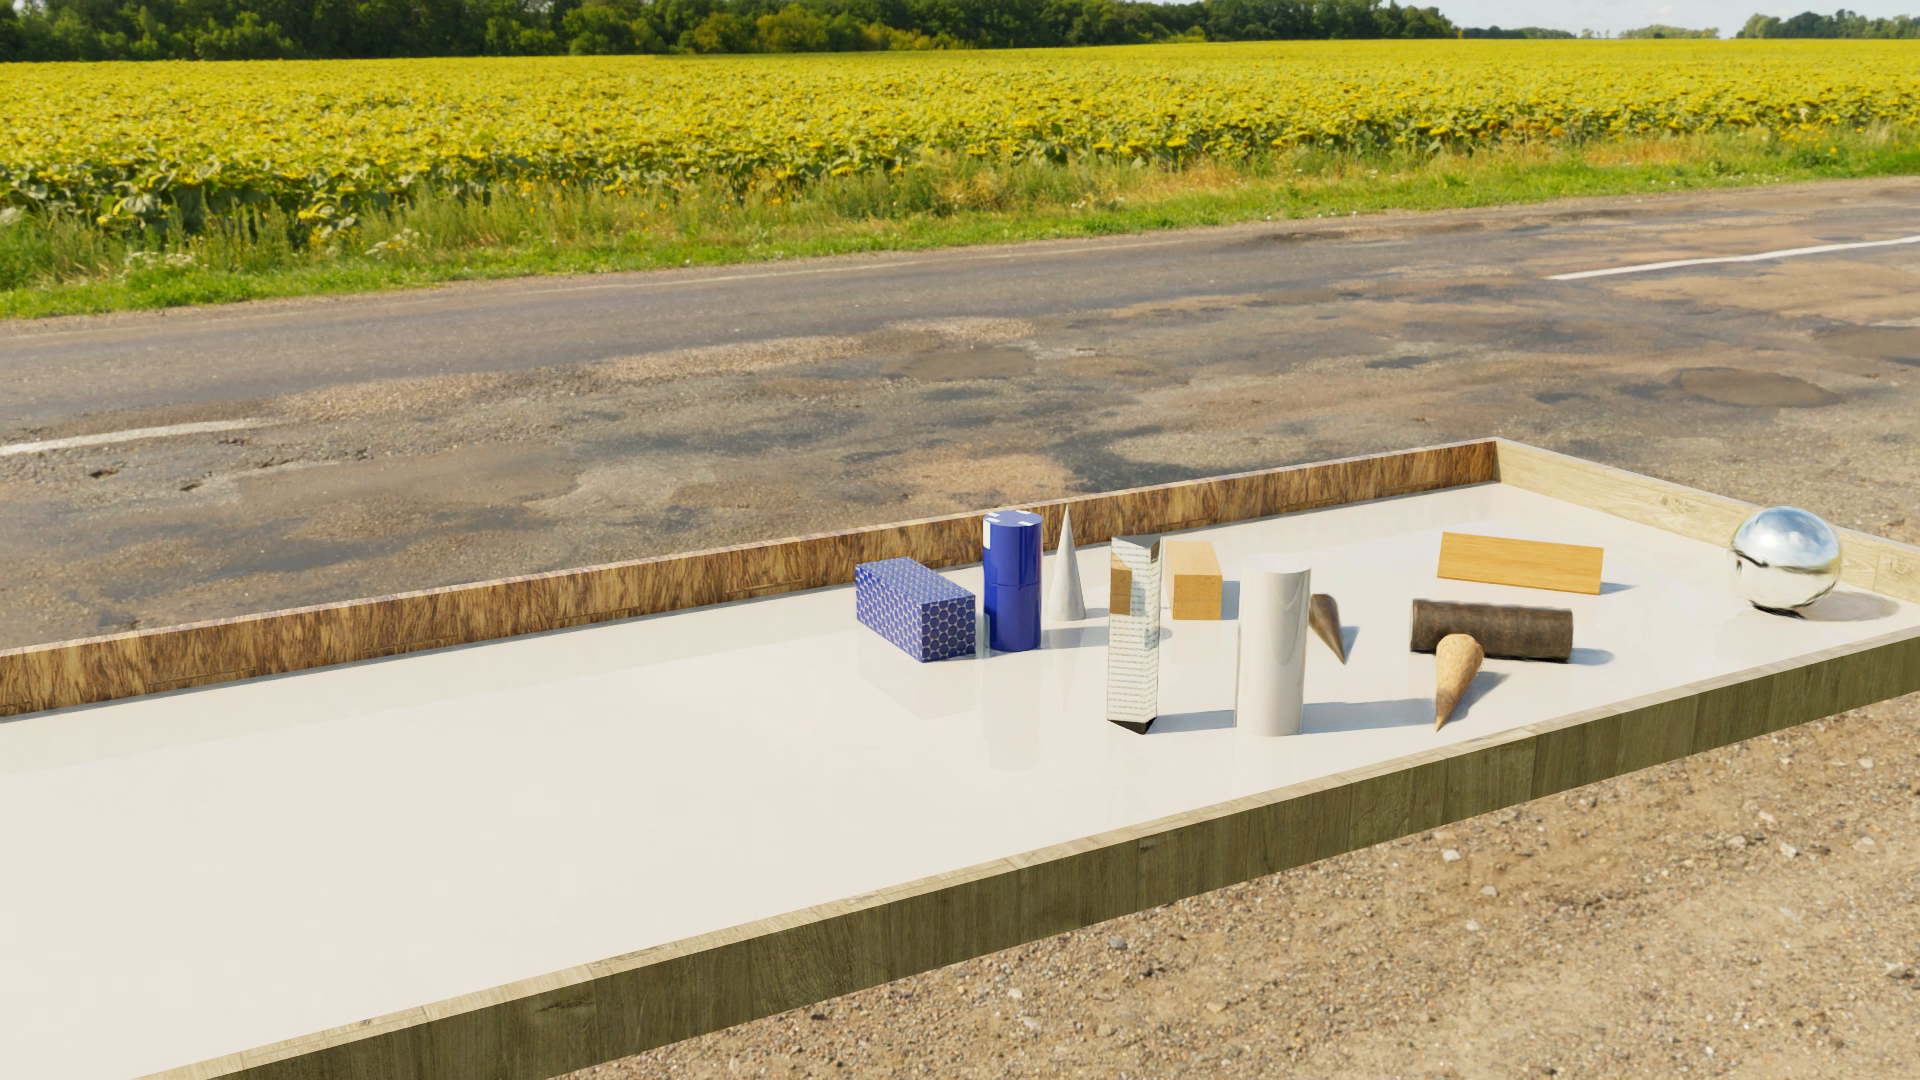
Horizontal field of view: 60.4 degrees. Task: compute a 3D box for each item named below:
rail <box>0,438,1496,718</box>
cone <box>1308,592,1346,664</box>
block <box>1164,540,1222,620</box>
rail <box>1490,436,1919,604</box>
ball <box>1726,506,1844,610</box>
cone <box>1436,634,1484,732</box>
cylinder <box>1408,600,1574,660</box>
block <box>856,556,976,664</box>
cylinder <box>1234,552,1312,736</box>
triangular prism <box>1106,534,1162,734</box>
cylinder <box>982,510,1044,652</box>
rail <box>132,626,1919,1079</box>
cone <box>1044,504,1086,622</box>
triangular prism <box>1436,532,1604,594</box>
[{"bbox_3d":[-3.305,0.497,3.399,12.000,0.150,0.050,-9,18,-27],"label":"rail"},{"bbox_3d":[0.989,0.258,4.387,0.102,0.102,0.306,-1,27,-2],"label":"cone"},{"bbox_3d":[0.667,0.113,4.735,0.132,0.132,0.333,1,16,3],"label":"block"},{"bbox_3d":[2.466,-0.048,5.253,0.050,0.150,2.100,-9,18,-27],"label":"rail"},{"bbox_3d":[2.324,0.052,4.654,0.295,0.295,0.295,0,16,0],"label":"ball"},{"bbox_3d":[1.184,0.368,3.999,0.116,0.116,0.409,7,26,22],"label":"cone"},{"bbox_3d":[1.387,0.235,4.322,0.397,0.131,0.131,3,17,12],"label":"cylinder"},{"bbox_3d":[-0.124,0.183,4.448,0.161,0.161,0.394,-9,19,-27],"label":"block"},{"bbox_3d":[0.724,0.242,3.829,0.160,0.396,0.160,0,16,0],"label":"cylinder"},{"bbox_3d":[0.426,0.213,3.831,0.104,0.451,0.120,-13,21,-37],"label":"triangular prism"},{"bbox_3d":[0.140,0.108,4.376,0.157,0.344,0.157,0,16,0],"label":"cylinder"},{"bbox_3d":[-2.336,1.006,1.665,12.000,0.150,0.050,-9,18,-27],"label":"rail"},{"bbox_3d":[0.296,0.054,4.594,0.116,0.325,0.116,0,16,0],"label":"cone"},{"bbox_3d":[1.673,0.058,4.927,0.458,0.123,0.142,7,18,21],"label":"triangular prism"}]
